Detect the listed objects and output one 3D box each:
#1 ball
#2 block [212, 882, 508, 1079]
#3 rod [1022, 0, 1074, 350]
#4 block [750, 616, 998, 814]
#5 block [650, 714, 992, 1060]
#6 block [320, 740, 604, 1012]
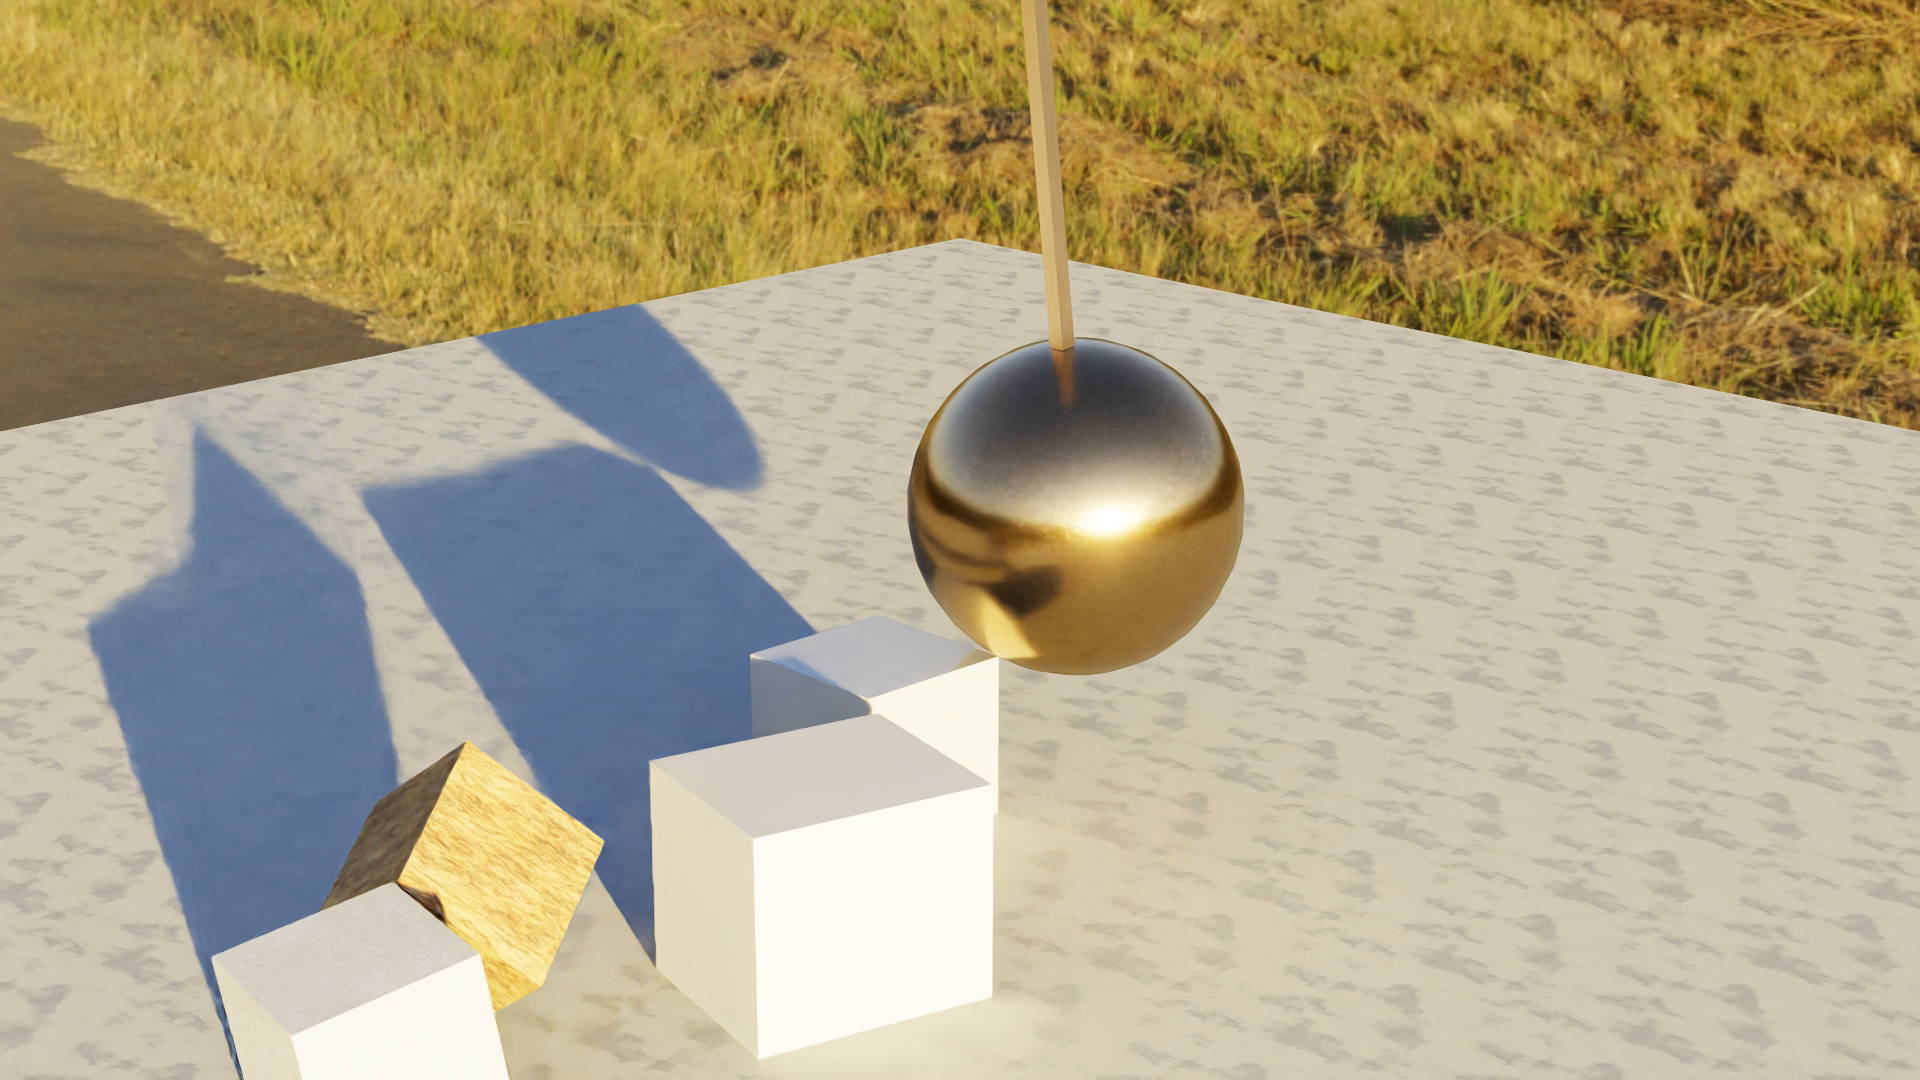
[{"bbox_3d":[0.547,-0.158,13.865,1.600,1.600,1.600,0,17,0],"label":"ball"},{"bbox_3d":[-2.189,1.881,10.834,0.736,0.806,0.768,-21,26,-29],"label":"block"},{"bbox_3d":[0.237,-3.282,12.559,0.080,5.200,0.080,17,31,42],"label":"rod"},{"bbox_3d":[-0.407,0.930,14.052,0.827,0.800,0.842,-16,24,-41],"label":"block"},{"bbox_3d":[-0.581,1.415,12.248,1.095,0.955,0.957,-10,20,-29],"label":"block"},{"bbox_3d":[-2.026,1.414,11.778,0.716,0.713,0.745,-32,27,40],"label":"block"}]
